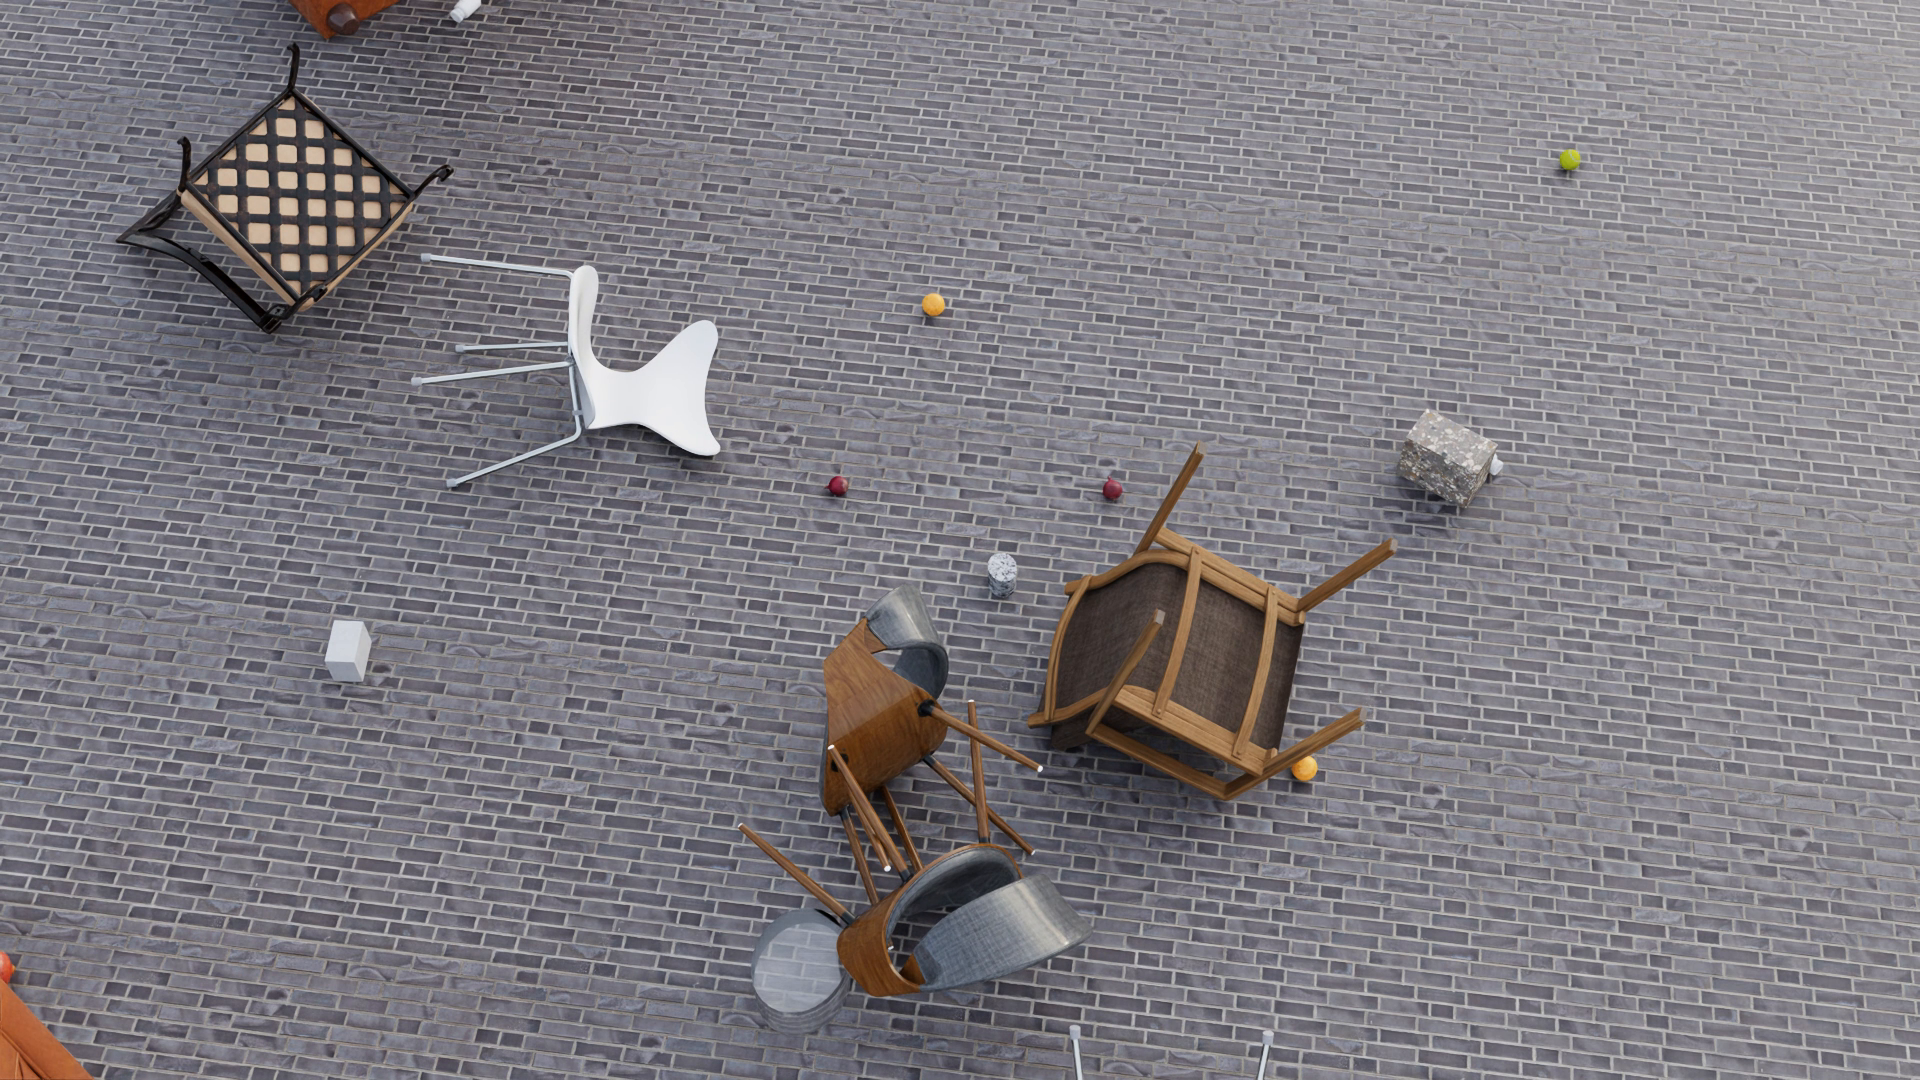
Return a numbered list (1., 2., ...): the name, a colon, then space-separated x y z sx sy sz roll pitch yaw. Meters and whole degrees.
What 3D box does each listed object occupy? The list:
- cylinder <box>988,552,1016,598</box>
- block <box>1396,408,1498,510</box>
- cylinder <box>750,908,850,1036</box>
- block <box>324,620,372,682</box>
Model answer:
1. cylinder: 0.124 0.103 6.453 0.083 0.087 0.101 -13 57 -8
2. block: 1.466 -0.245 6.628 0.238 0.183 0.133 30 61 19
3. cylinder: -0.412 1.124 5.724 0.244 0.159 0.294 16 58 11
4. block: -1.750 0.318 6.293 0.084 0.111 0.135 2 56 1
